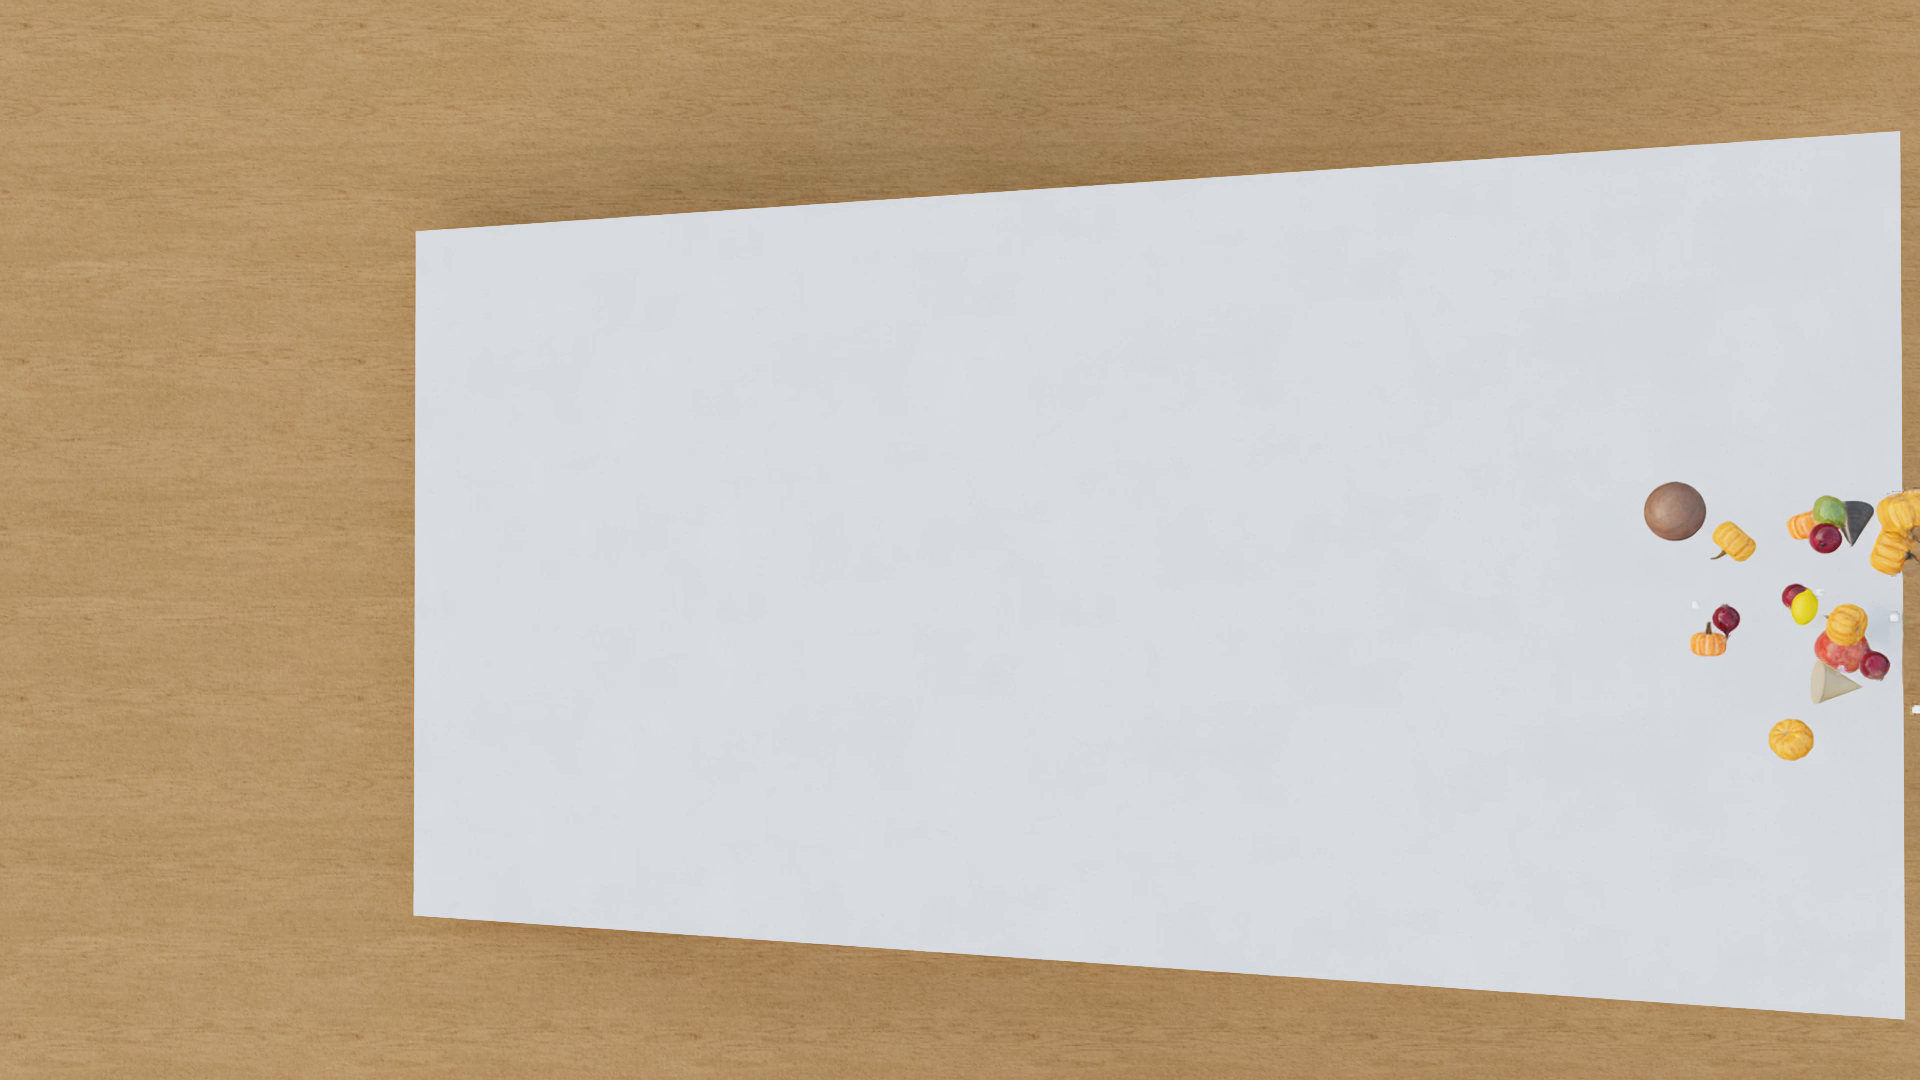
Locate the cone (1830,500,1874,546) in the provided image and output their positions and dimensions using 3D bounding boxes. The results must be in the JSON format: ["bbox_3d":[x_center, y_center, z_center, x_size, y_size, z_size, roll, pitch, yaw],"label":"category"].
[{"bbox_3d":[1.733,-0.021,4.272,0.082,0.082,0.082,12,63,0],"label":"cone"}]

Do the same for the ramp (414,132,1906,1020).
[{"bbox_3d":[0.283,0.087,5.737,4.000,0.100,2.000,0,89,22],"label":"ramp"}]

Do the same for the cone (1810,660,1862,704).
[{"bbox_3d":[1.760,0.290,4.397,0.090,0.090,0.090,6,89,5],"label":"cone"}]
